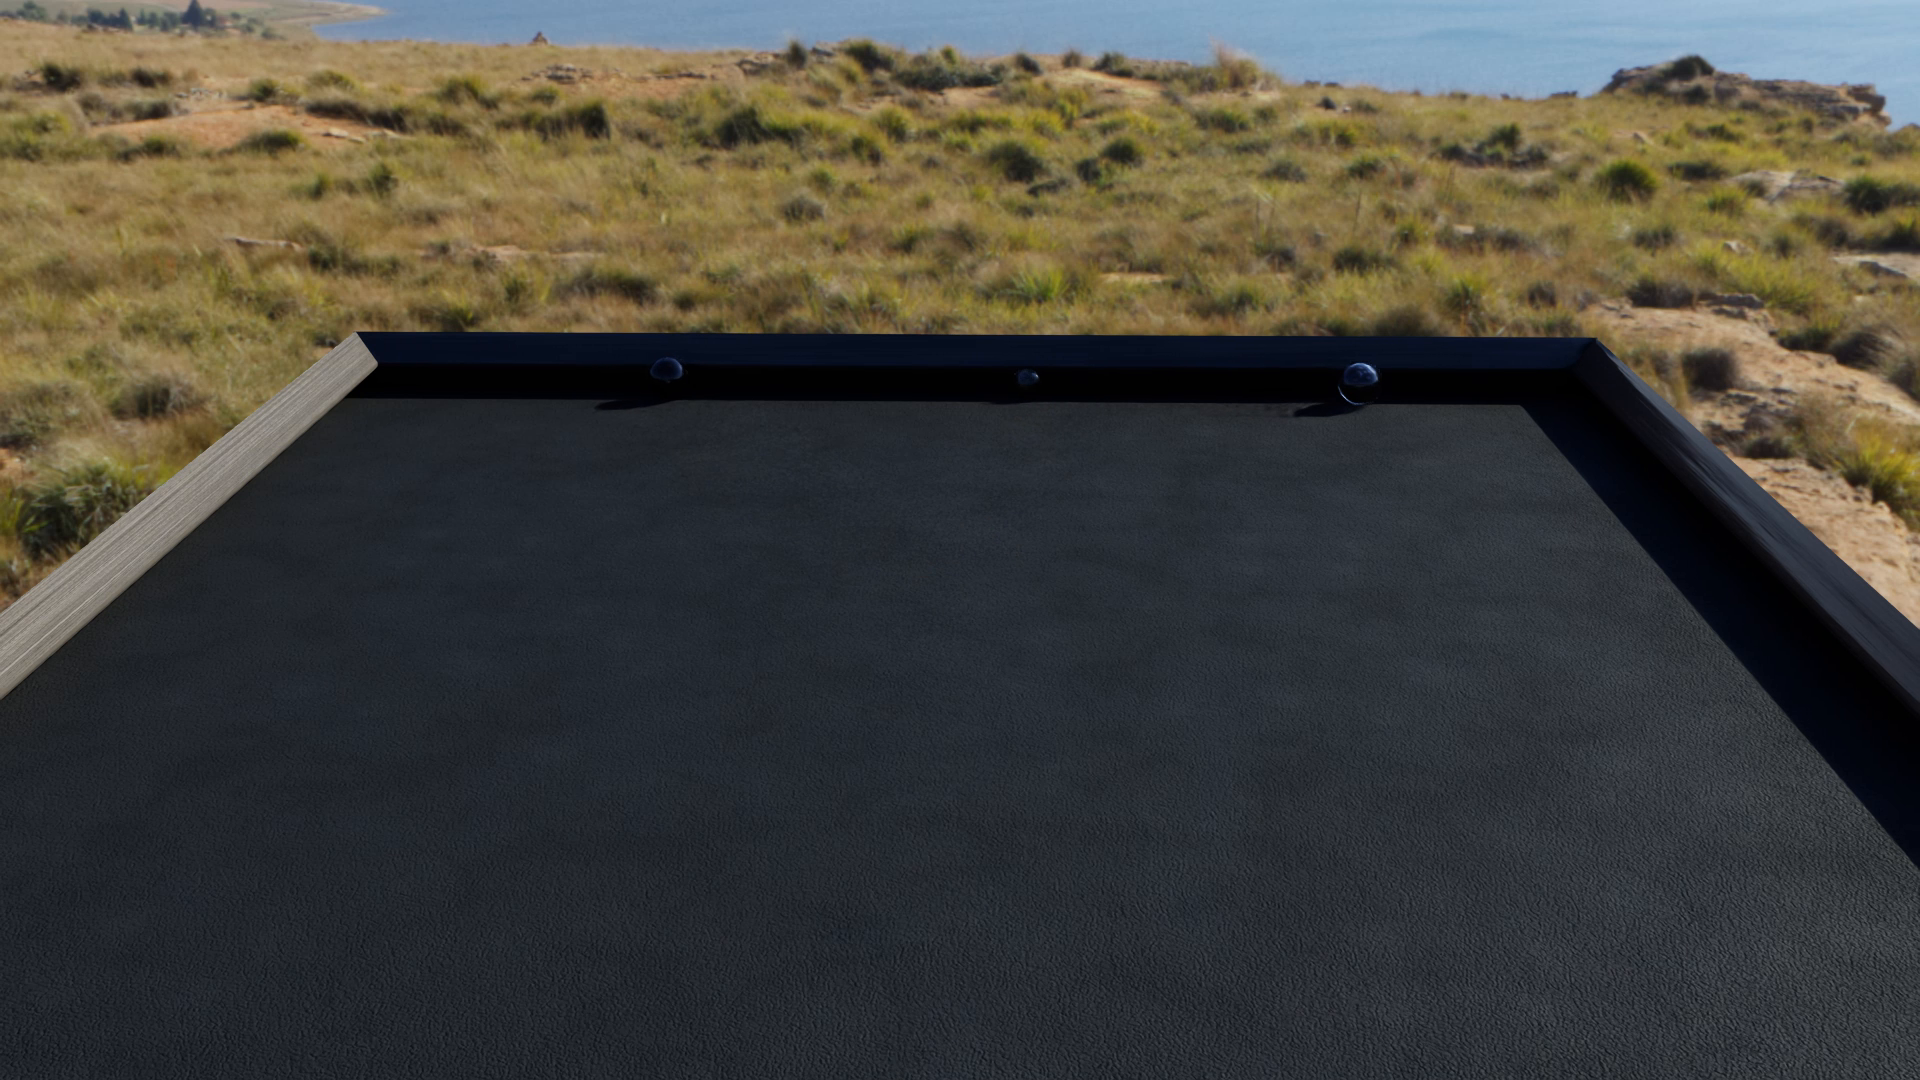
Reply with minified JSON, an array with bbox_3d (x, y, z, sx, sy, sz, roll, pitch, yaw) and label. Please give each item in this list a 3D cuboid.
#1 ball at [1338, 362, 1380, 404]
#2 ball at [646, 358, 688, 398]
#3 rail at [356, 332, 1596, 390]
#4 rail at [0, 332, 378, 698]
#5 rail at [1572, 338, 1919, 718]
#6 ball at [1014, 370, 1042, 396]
[{"bbox_3d":[0.598,-0.234,3.294,0.063,0.063,0.063,0,18,0],"label":"ball"},{"bbox_3d":[-0.443,-0.246,3.333,0.062,0.062,0.062,0,18,0],"label":"ball"},{"bbox_3d":[0.018,-0.269,3.369,1.909,0.082,0.045,0,18,1],"label":"rail"},{"bbox_3d":[-0.949,0.241,1.830,0.045,0.082,3.332,0,18,1],"label":"rail"},{"bbox_3d":[0.912,0.254,1.792,0.045,0.082,3.332,0,18,1],"label":"rail"},{"bbox_3d":[0.103,-0.239,3.341,0.042,0.042,0.042,0,18,0],"label":"ball"}]
